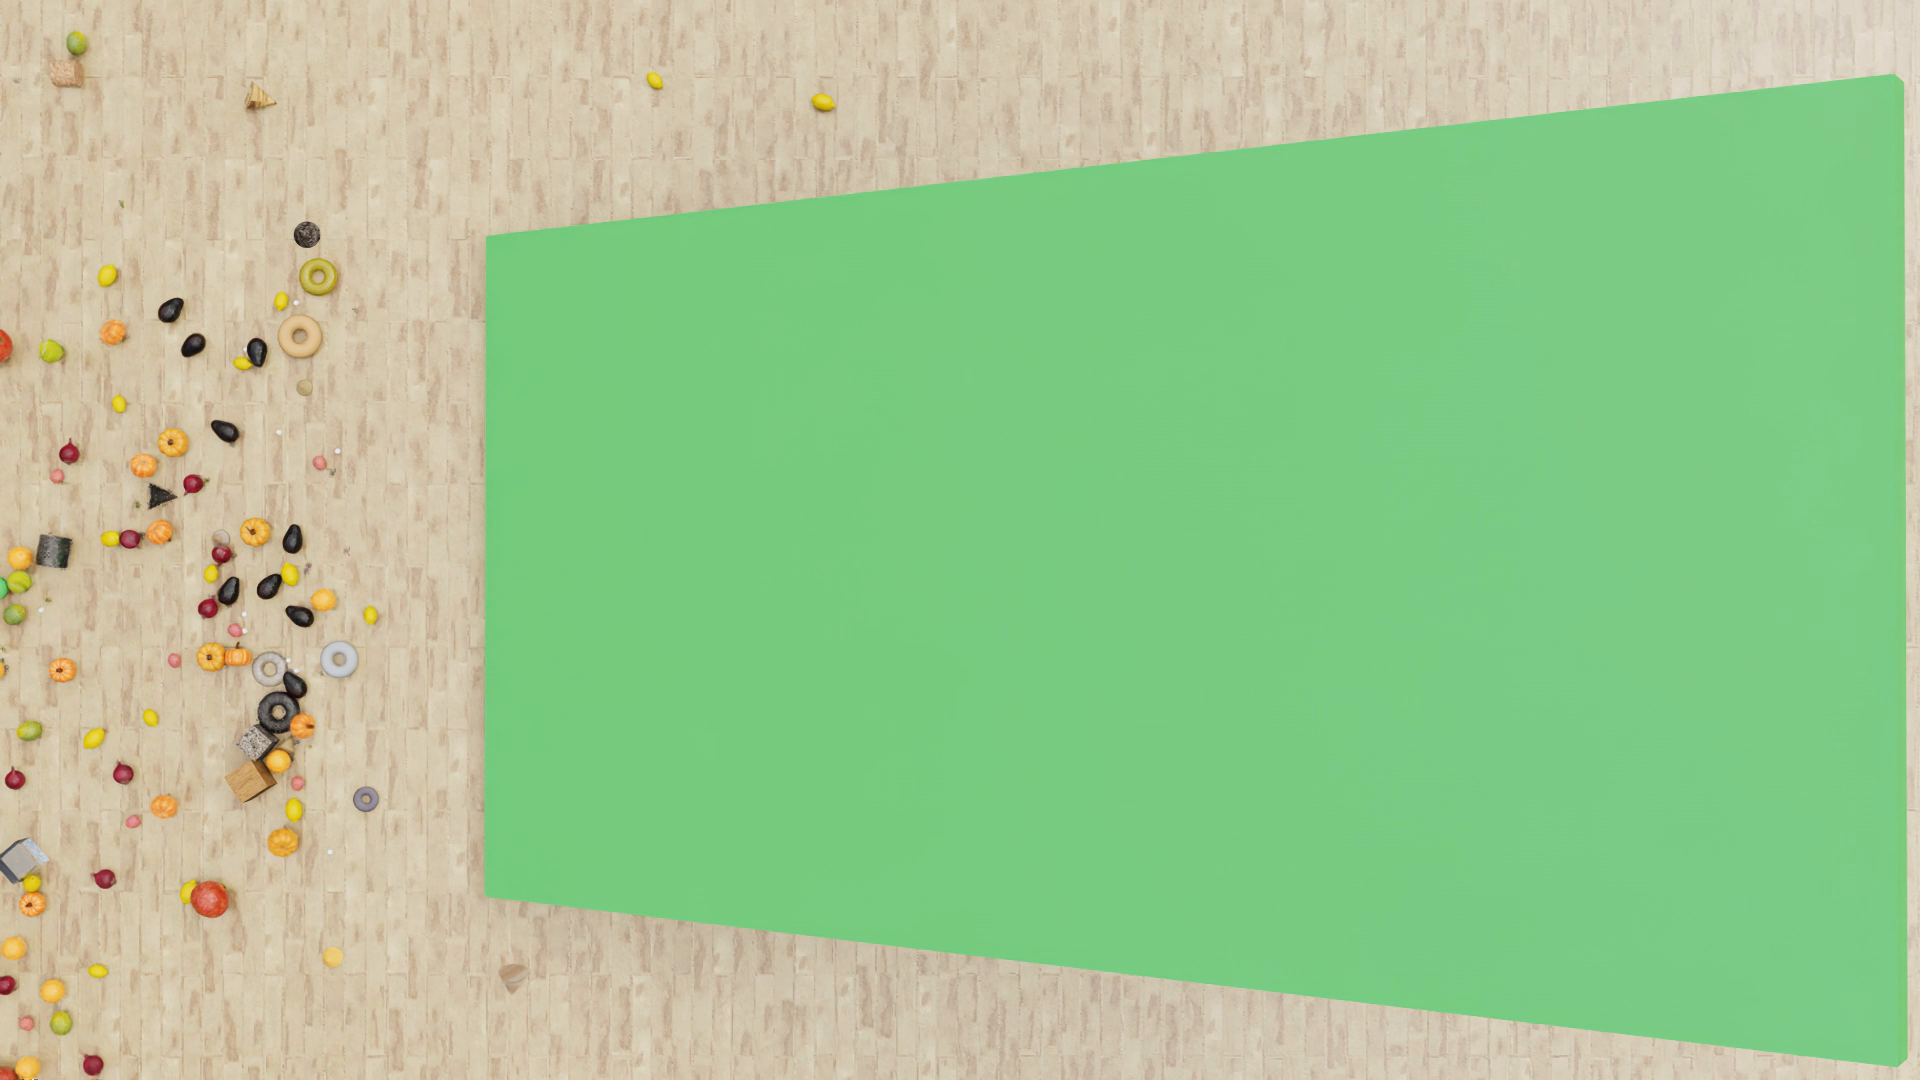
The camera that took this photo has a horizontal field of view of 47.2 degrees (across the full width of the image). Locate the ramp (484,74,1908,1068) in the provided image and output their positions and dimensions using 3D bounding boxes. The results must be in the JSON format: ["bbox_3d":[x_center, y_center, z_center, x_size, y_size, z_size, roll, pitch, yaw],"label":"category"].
[{"bbox_3d":[0.251,0.069,5.582,4.000,0.100,2.000,0,89,34],"label":"ramp"}]

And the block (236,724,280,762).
[{"bbox_3d":[-2.137,0.616,6.695,0.079,0.079,0.079,41,90,0],"label":"block"}]

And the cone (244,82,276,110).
[{"bbox_3d":[-2.133,-1.348,6.730,0.090,0.090,0.090,13,89,-26],"label":"cone"}]

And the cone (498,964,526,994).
[{"bbox_3d":[-1.366,1.355,6.708,0.087,0.087,0.087,8,116,0],"label":"cone"}]

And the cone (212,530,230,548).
[{"bbox_3d":[-2.265,-0.003,6.710,0.058,0.058,0.058,0,90,0],"label":"cone"}]

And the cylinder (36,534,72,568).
[{"bbox_3d":[-2.759,0.034,6.693,0.091,0.091,0.091,9,90,0],"label":"cylinder"}]

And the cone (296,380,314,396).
[{"bbox_3d":[-2.009,-0.467,6.717,0.052,0.052,0.052,0,90,0],"label":"cone"}]

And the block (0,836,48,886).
[{"bbox_3d":[-2.853,0.975,6.683,0.095,0.095,0.095,-41,90,0],"label":"block"}]

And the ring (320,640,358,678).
[{"bbox_3d":[-1.896,0.365,6.717,0.115,0.038,0.115,0,90,-1],"label":"ring"}]

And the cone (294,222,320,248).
[{"bbox_3d":[-2.003,-0.937,6.705,0.083,0.083,0.083,0,90,0],"label":"cone"}]

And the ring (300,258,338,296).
[{"bbox_3d":[-1.963,-0.805,6.726,0.117,0.039,0.117,0,88,0],"label":"ring"}]

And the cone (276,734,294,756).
[{"bbox_3d":[-2.051,0.619,6.720,0.060,0.060,0.060,14,63,0],"label":"cone"}]

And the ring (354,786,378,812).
[{"bbox_3d":[-1.815,0.792,6.720,0.078,0.026,0.078,0,90,-1],"label":"ring"}]

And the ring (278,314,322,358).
[{"bbox_3d":[-2.018,-0.623,6.722,0.134,0.045,0.134,0,91,-1],"label":"ring"}]

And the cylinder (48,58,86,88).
[{"bbox_3d":[-2.727,-1.426,6.713,0.075,0.075,0.075,-14,90,22],"label":"cylinder"}]

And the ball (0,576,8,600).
[{"bbox_3d":[-2.940,0.146,6.699,0.077,0.077,0.077,0,90,0],"label":"ball"}]

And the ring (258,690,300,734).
[{"bbox_3d":[-2.080,0.526,6.713,0.131,0.044,0.131,0,88,0],"label":"ring"}]

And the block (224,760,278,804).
[{"bbox_3d":[-2.156,0.730,6.685,0.096,0.096,0.096,-33,90,0],"label":"block"}]

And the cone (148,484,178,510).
[{"bbox_3d":[-2.435,-0.133,6.721,0.083,0.083,0.083,2,89,-27],"label":"cone"}]

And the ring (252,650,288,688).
[{"bbox_3d":[-2.108,0.394,6.717,0.112,0.037,0.112,0,91,-1],"label":"ring"}]

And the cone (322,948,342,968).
[{"bbox_3d":[-1.920,1.277,6.697,0.063,0.063,0.063,0,90,0],"label":"cone"}]
